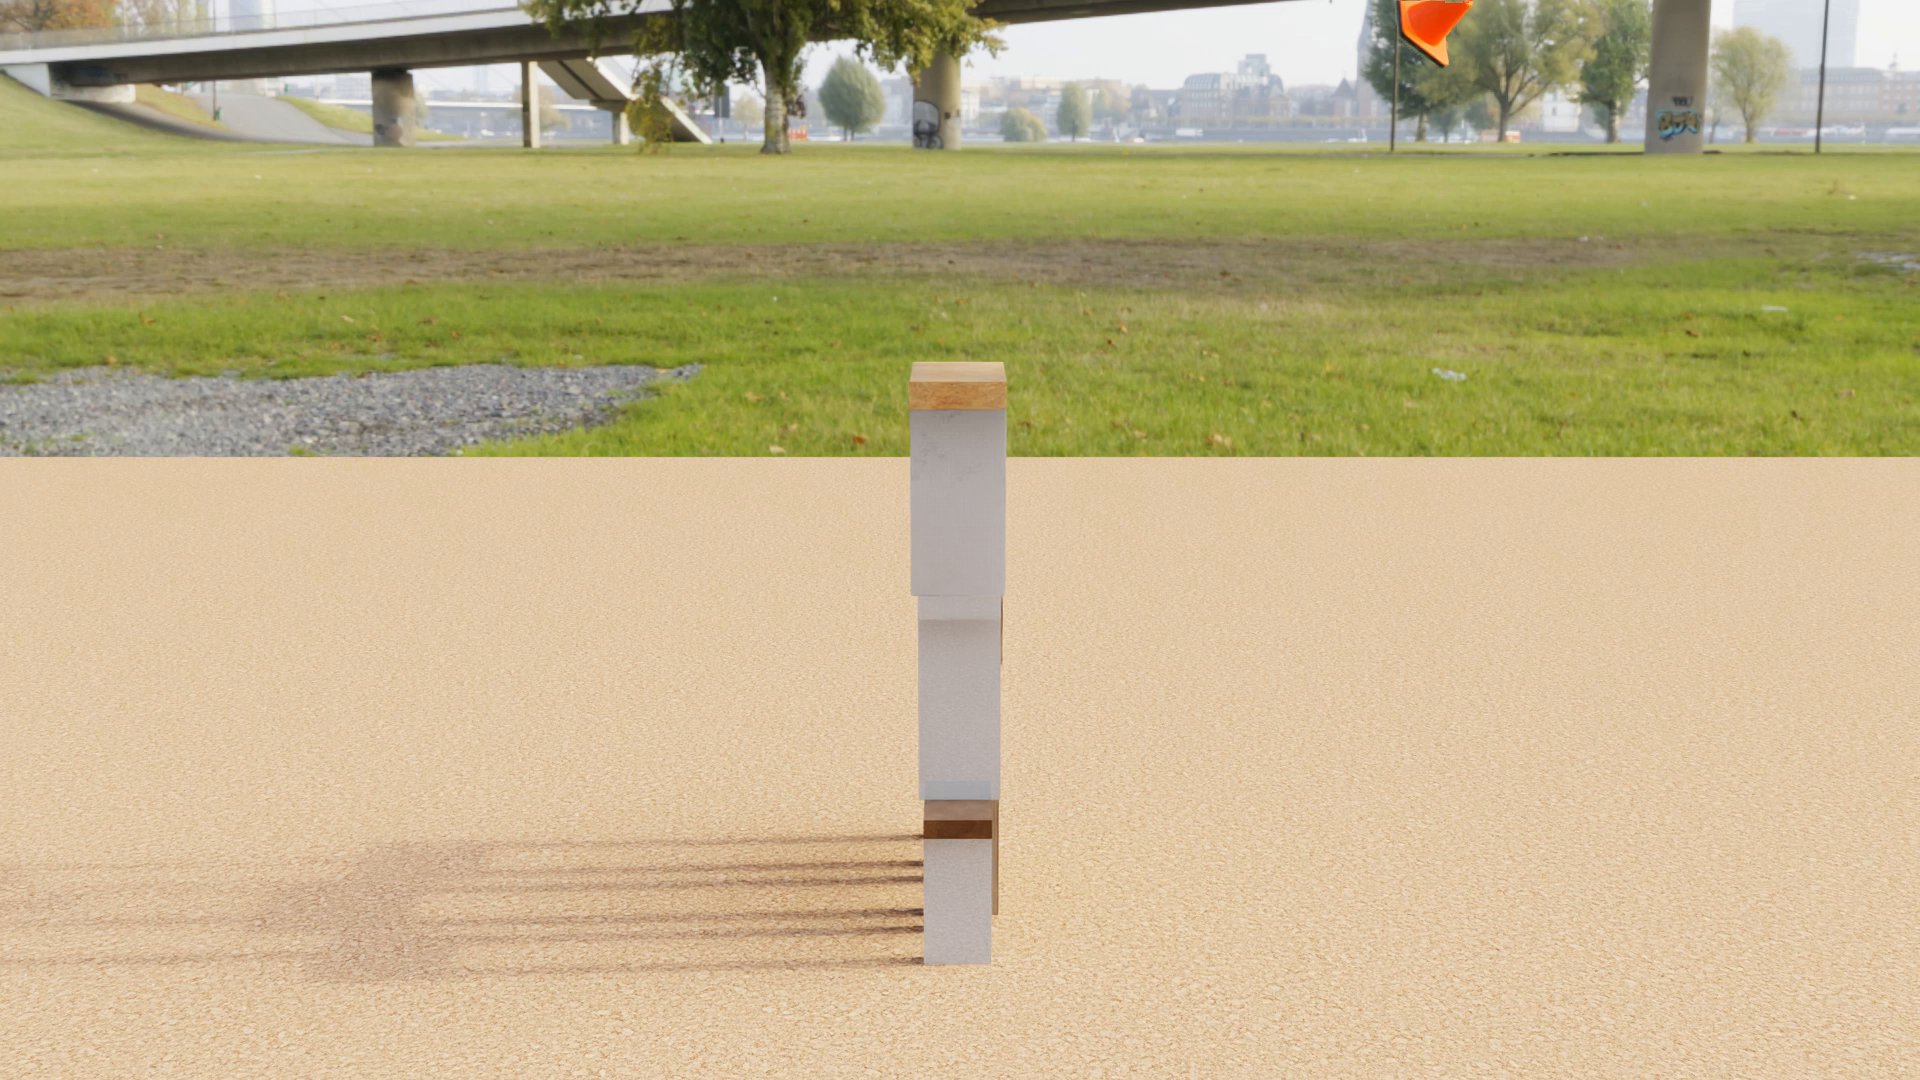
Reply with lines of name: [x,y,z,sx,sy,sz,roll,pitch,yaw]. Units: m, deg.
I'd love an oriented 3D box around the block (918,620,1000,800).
block: [-0.001,0.255,3.387,0.126,0.291,0.036,0,11,0]

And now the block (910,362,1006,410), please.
block: [-0.003,-0.238,3.373,0.143,0.041,0.286,0,10,0]

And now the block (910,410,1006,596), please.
block: [-0.003,-0.060,3.309,0.143,0.286,0.041,0,10,0]

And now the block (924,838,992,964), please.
block: [-0.004,0.544,3.353,0.103,0.206,0.029,0,11,0]

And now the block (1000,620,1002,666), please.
block: [0.001,0.046,3.623,0.138,0.321,0.039,0,11,0]

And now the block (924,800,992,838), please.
block: [-0.004,0.416,3.399,0.103,0.029,0.206,0,11,0]

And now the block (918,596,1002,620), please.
block: [-0.001,0.079,3.440,0.126,0.036,0.253,0,10,0]

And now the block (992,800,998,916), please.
block: [0.003,0.488,3.563,0.120,0.239,0.034,0,11,0]
